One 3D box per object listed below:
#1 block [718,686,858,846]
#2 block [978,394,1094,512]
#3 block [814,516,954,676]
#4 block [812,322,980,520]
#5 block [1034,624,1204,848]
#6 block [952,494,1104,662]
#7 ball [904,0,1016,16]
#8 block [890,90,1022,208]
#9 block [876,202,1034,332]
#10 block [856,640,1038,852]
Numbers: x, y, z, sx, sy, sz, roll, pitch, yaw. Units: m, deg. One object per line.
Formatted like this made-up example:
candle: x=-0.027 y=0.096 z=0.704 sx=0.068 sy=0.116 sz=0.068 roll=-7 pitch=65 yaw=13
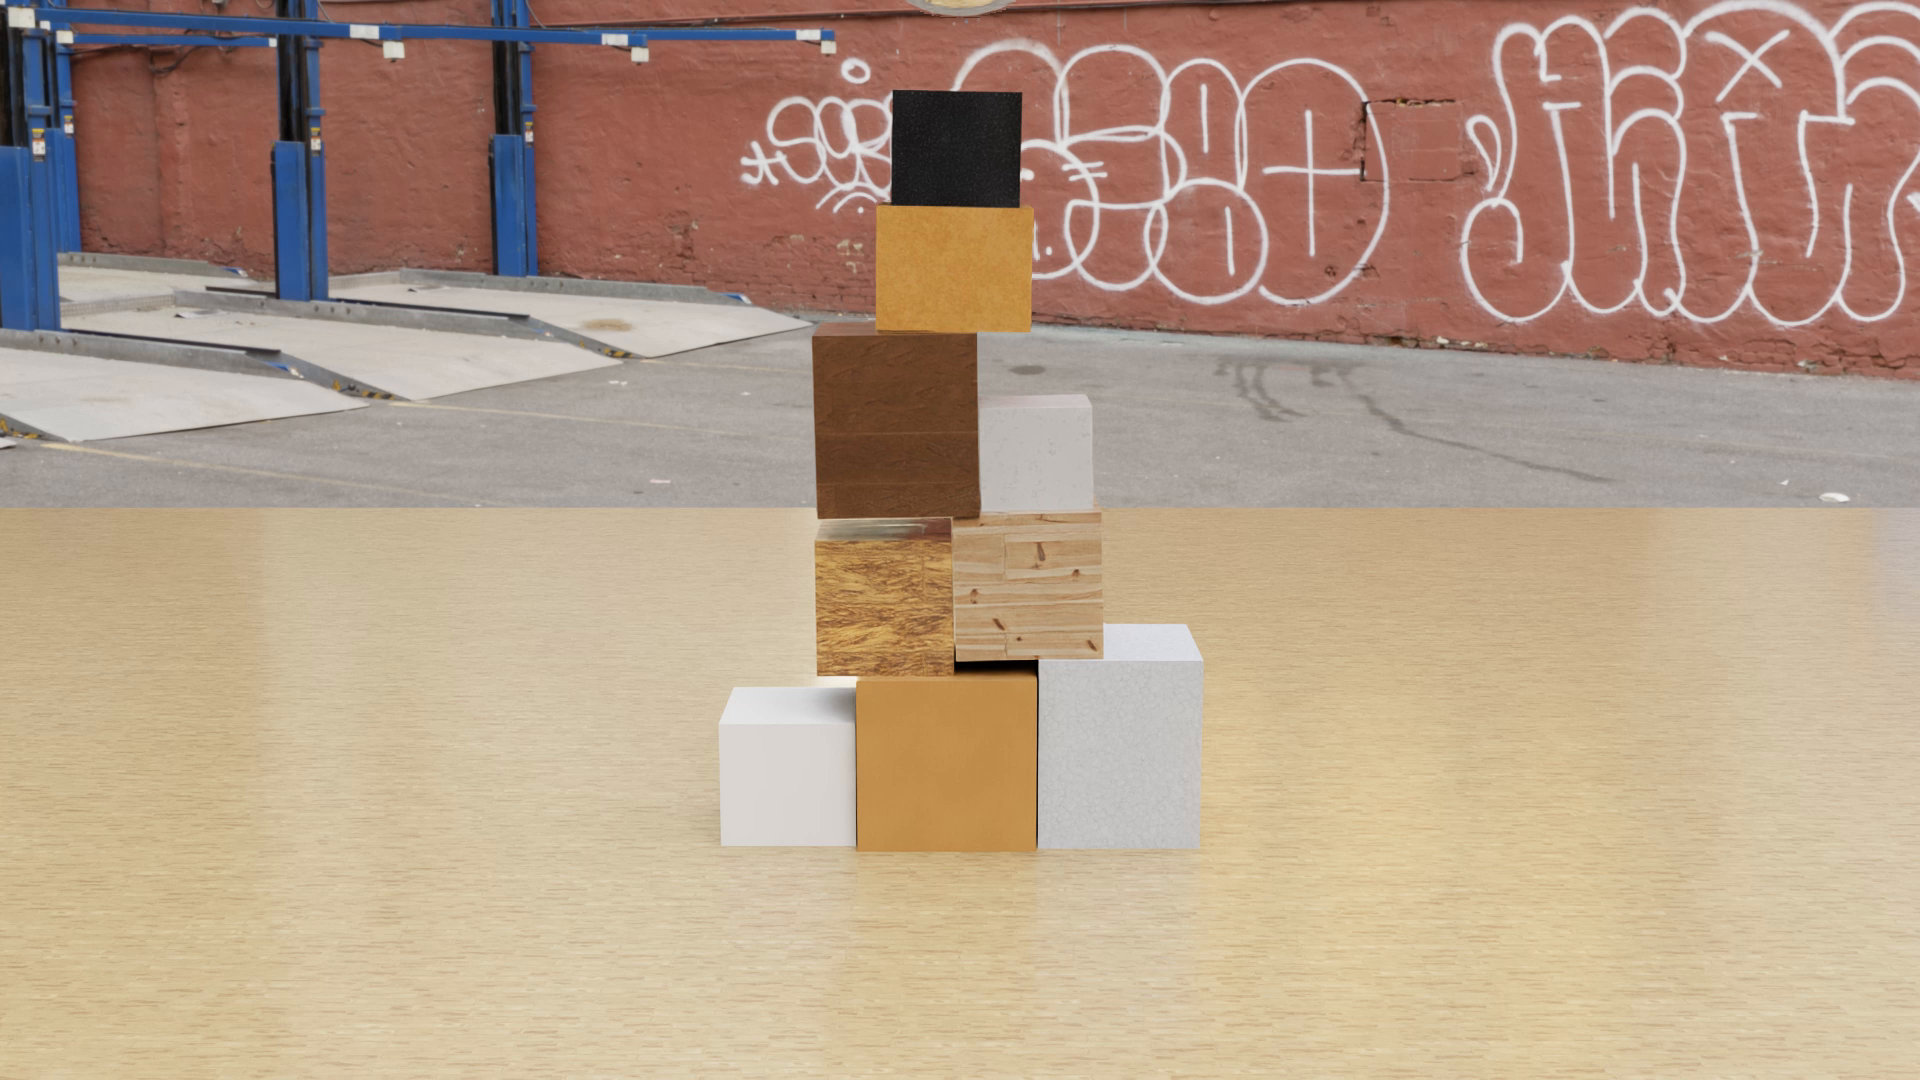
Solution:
block: x=-0.863 y=1.163 z=11.397 sx=0.681 sy=0.635 sz=0.755 roll=0 pitch=10 yaw=0
block: x=0.377 y=-0.446 z=11.089 sx=0.553 sy=0.508 sz=0.530 roll=-1 pitch=10 yaw=0
block: x=-0.373 y=0.276 z=11.225 sx=0.682 sy=0.686 sz=0.714 roll=0 pitch=10 yaw=0
block: x=-0.308 y=-0.620 z=11.056 sx=0.794 sy=0.892 sz=0.817 roll=-1 pitch=10 yaw=0
block: x=0.797 y=0.998 z=11.368 sx=0.813 sy=0.969 sz=0.841 roll=0 pitch=10 yaw=0
block: x=0.337 y=0.163 z=11.216 sx=0.731 sy=0.732 sz=0.791 roll=-1 pitch=10 yaw=0
ball: x=0.000 y=-4.534 z=15.595 sx=1.600 sy=1.600 sz=1.600 roll=0 pitch=10 yaw=0
block: x=-0.018 y=-1.928 z=10.841 sx=0.619 sy=0.546 sz=0.635 roll=1 pitch=10 yaw=0
block: x=-0.028 y=-1.362 z=10.921 sx=0.753 sy=0.597 sz=0.639 roll=1 pitch=10 yaw=0
block: x=-0.066 y=1.048 z=11.354 sx=0.893 sy=0.877 sz=0.890 roll=0 pitch=10 yaw=0
